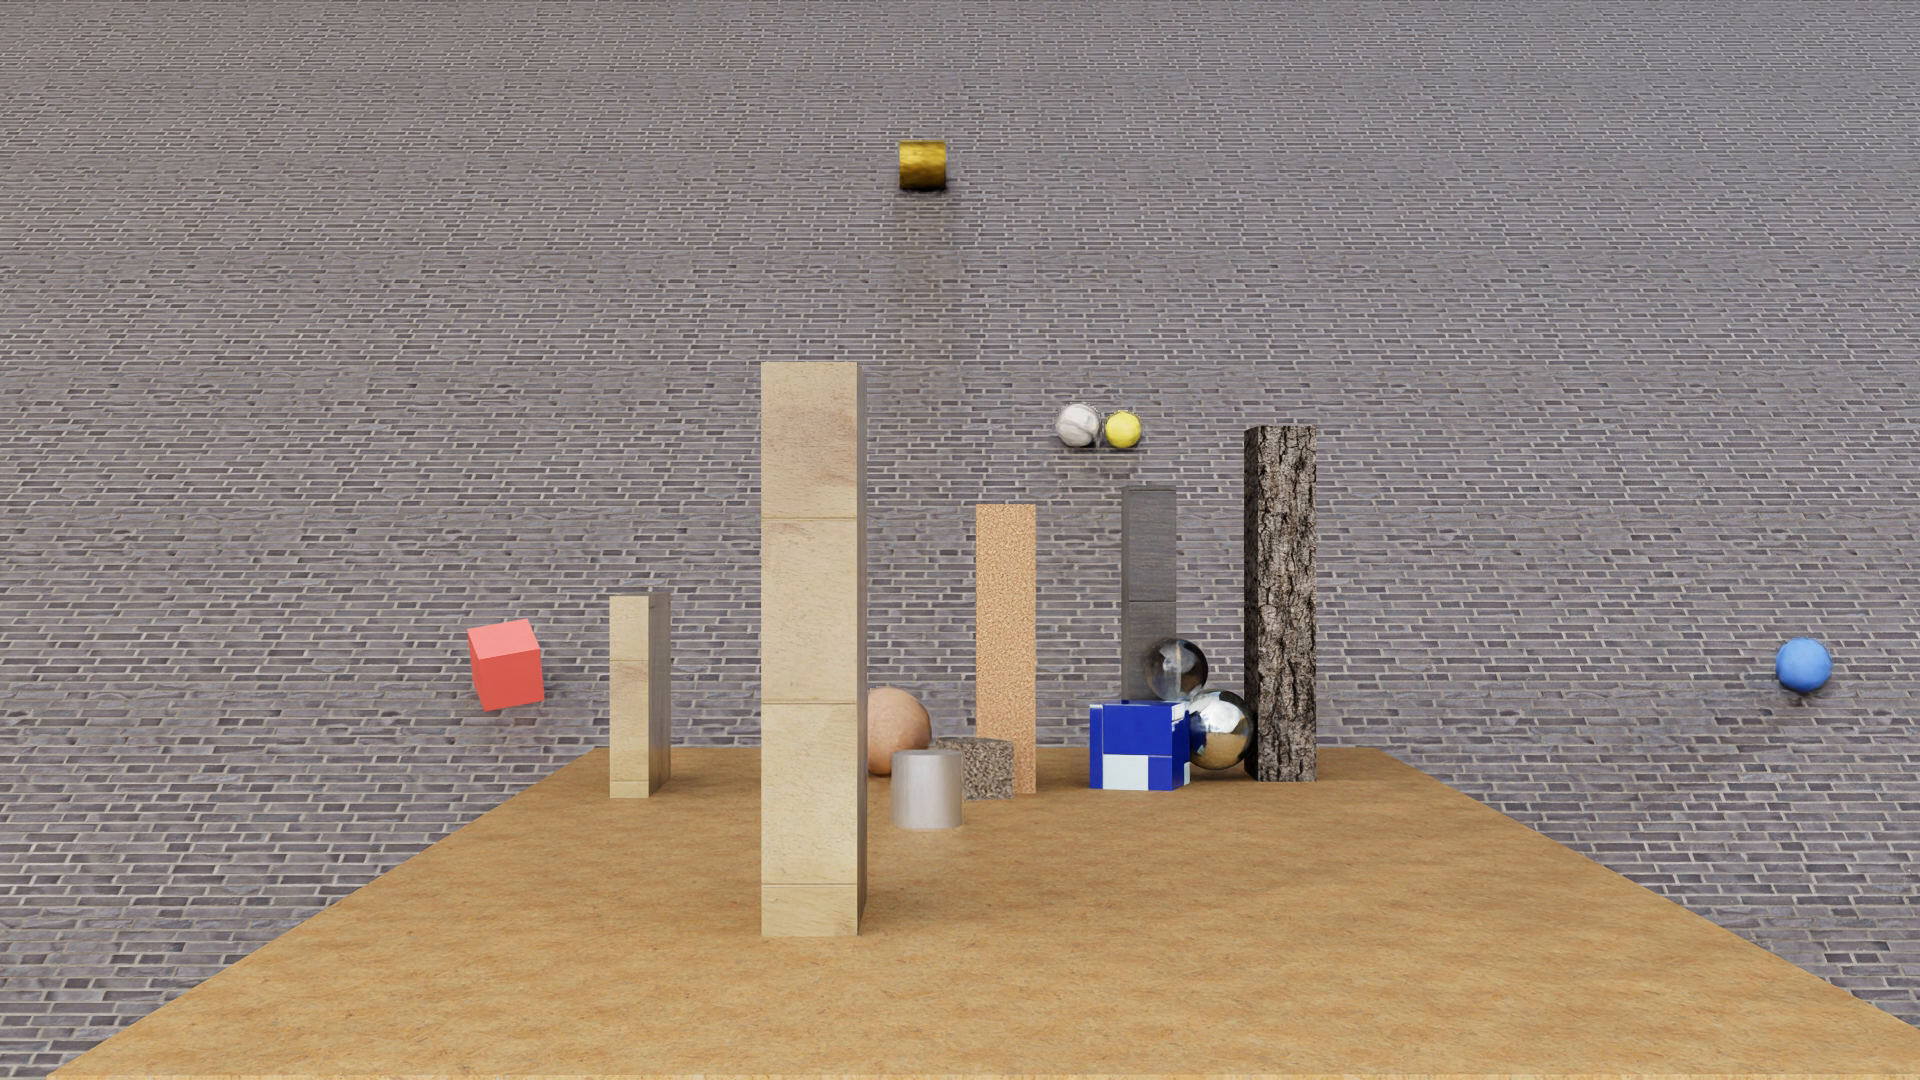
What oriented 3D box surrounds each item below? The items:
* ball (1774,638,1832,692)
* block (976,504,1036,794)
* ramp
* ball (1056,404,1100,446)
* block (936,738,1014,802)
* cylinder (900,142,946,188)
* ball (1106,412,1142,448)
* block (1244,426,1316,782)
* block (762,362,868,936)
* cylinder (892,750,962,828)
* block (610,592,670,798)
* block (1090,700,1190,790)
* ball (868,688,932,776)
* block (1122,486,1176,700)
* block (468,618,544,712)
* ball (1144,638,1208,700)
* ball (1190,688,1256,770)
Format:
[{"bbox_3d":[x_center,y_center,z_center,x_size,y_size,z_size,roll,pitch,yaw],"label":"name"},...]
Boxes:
[{"bbox_3d":[2.285,0.340,7.013,0.145,0.145,0.145,0,29,0],"label":"ball"},{"bbox_3d":[0.097,0.230,5.628,0.125,0.612,0.309,0,0,0],"label":"block"},{"bbox_3d":[0.066,0.589,4.641,2.000,0.100,4.000,0,0,0],"label":"ramp"},{"bbox_3d":[0.376,-0.366,8.273,0.138,0.138,0.138,0,29,0],"label":"ball"},{"bbox_3d":[0.031,0.478,5.394,0.118,0.118,0.118,0,0,-30],"label":"block"},{"bbox_3d":[-0.145,-1.479,10.201,0.182,0.182,0.182,0,29,-1],"label":"cylinder"},{"bbox_3d":[0.522,-0.350,8.268,0.115,0.115,0.115,0,29,0],"label":"ball"},{"bbox_3d":[0.725,0.141,5.871,0.128,0.788,0.285,0,0,0],"label":"block"},{"bbox_3d":[-0.207,0.149,3.738,0.131,0.787,0.394,0,0,0],"label":"block"},{"bbox_3d":[-0.063,0.471,4.903,0.136,0.136,0.136,0,0,0],"label":"cylinder"},{"bbox_3d":[-0.690,0.327,5.599,0.081,0.420,0.416,0,0,0],"label":"block"},{"bbox_3d":[0.393,0.446,5.640,0.181,0.181,0.181,0,0,17],"label":"block"},{"bbox_3d":[-0.166,0.435,5.869,0.201,0.201,0.201,0,29,0],"label":"ball"},{"bbox_3d":[0.433,0.206,5.942,0.106,0.659,0.269,0,0,0],"label":"block"},{"bbox_3d":[-1.228,0.338,6.998,0.165,0.165,0.165,-10,31,-17],"label":"block"},{"bbox_3d":[0.480,0.289,5.736,0.143,0.143,0.143,0,29,0],"label":"ball"},{"bbox_3d":[0.569,0.422,5.768,0.184,0.184,0.184,0,29,0],"label":"ball"}]
